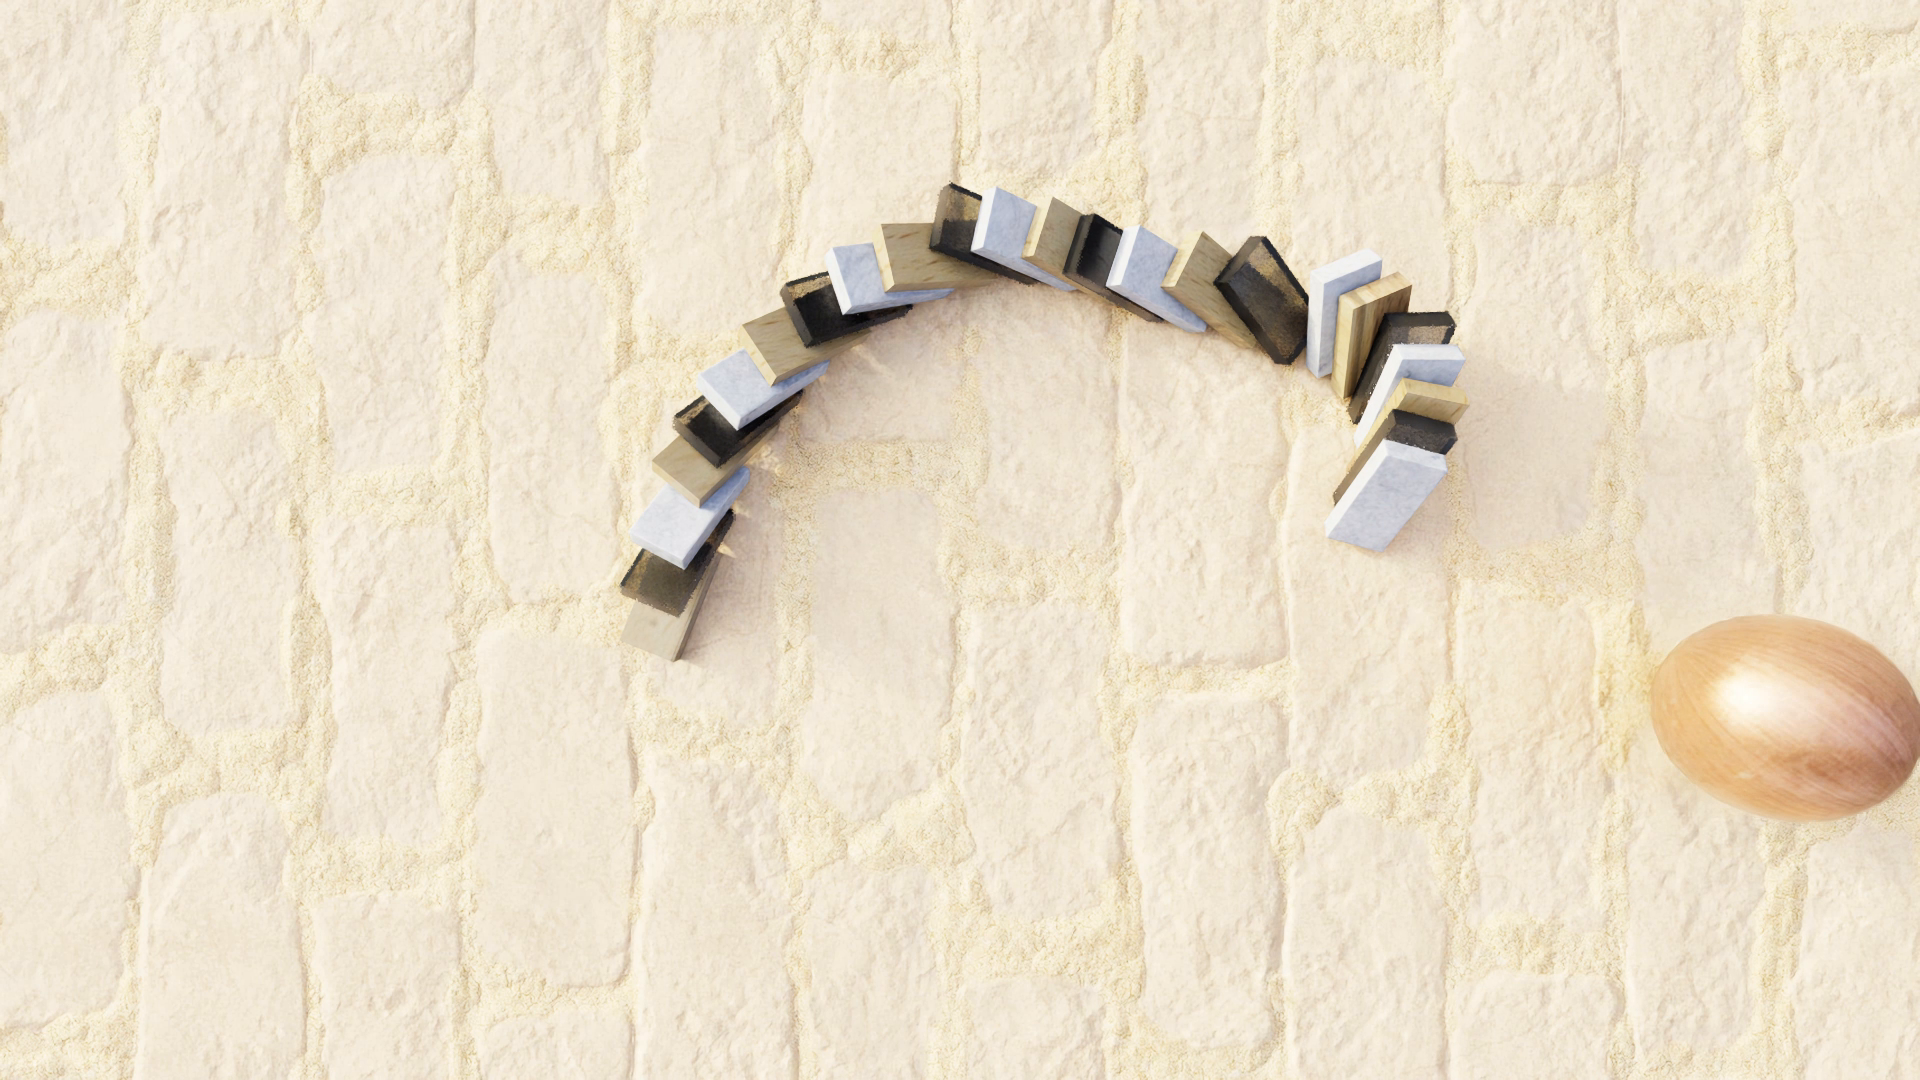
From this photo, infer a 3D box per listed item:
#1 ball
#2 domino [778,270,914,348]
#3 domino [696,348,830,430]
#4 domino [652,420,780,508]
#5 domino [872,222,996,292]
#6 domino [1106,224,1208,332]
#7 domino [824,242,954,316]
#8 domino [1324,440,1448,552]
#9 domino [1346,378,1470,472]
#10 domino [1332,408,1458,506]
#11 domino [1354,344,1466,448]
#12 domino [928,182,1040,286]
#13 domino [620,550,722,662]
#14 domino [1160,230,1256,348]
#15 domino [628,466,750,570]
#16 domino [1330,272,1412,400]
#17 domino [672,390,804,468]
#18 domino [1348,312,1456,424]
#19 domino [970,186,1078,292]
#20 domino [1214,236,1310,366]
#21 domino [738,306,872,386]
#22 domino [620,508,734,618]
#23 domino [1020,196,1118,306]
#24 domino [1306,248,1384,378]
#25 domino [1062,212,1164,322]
[{"bbox_3d":[0.321,0.069,0.360,0.080,0.080,0.080,0,90,0],"label":"ball"},{"bbox_3d":[-0.047,-0.101,0.384,0.050,0.010,0.025,-26,90,-29],"label":"domino"},{"bbox_3d":[-0.081,-0.069,0.382,0.025,0.009,0.050,46,58,4],"label":"domino"},{"bbox_3d":[-0.102,-0.040,0.385,0.025,0.009,0.050,39,63,0],"label":"domino"},{"bbox_3d":[-0.010,-0.119,0.383,0.050,0.009,0.025,-13,90,-30],"label":"domino"},{"bbox_3d":[0.086,-0.108,0.383,0.050,0.009,0.025,18,90,-31],"label":"domino"},{"bbox_3d":[-0.029,-0.111,0.383,0.050,0.010,0.025,-18,90,-30],"label":"domino"},{"bbox_3d":[0.175,-0.017,0.378,0.025,0.050,0.009,15,48,0],"label":"domino"},{"bbox_3d":[0.183,-0.042,0.378,0.025,0.050,0.009,11,48,0],"label":"domino"},{"bbox_3d":[0.178,-0.029,0.378,0.025,0.050,0.010,15,48,0],"label":"domino"},{"bbox_3d":[0.184,-0.057,0.378,0.025,0.050,0.010,0,49,0],"label":"domino"},{"bbox_3d":[0.013,-0.127,0.384,0.050,0.010,0.025,11,90,-29],"label":"domino"},{"bbox_3d":[-0.124,0.024,0.395,0.025,0.009,0.050,22,90,0],"label":"domino"},{"bbox_3d":[0.109,-0.104,0.384,0.050,0.010,0.025,27,90,-29],"label":"domino"},{"bbox_3d":[-0.112,-0.015,0.383,0.025,0.009,0.050,27,61,3],"label":"domino"},{"bbox_3d":[0.169,-0.083,0.378,0.025,0.050,0.009,-23,51,0],"label":"domino"},{"bbox_3d":[-0.092,-0.055,0.382,0.025,0.009,0.050,42,58,2],"label":"domino"},{"bbox_3d":[0.181,-0.070,0.378,0.025,0.050,0.010,-1,49,0],"label":"domino"},{"bbox_3d":[0.030,-0.125,0.382,0.050,0.010,0.025,13,89,-31],"label":"domino"},{"bbox_3d":[0.130,-0.100,0.383,0.050,0.009,0.025,41,87,-28],"label":"domino"},{"bbox_3d":[-0.065,-0.086,0.383,0.050,0.010,0.025,-34,90,-31],"label":"domino"},{"bbox_3d":[-0.117,0.005,0.383,0.025,0.009,0.050,22,61,0],"label":"domino"},{"bbox_3d":[0.051,-0.120,0.383,0.050,0.010,0.025,18,90,-31],"label":"domino"},{"bbox_3d":[0.158,-0.093,0.378,0.025,0.050,0.010,-23,49,0],"label":"domino"},{"bbox_3d":[0.068,-0.113,0.383,0.050,0.009,0.025,18,90,-31],"label":"domino"}]
